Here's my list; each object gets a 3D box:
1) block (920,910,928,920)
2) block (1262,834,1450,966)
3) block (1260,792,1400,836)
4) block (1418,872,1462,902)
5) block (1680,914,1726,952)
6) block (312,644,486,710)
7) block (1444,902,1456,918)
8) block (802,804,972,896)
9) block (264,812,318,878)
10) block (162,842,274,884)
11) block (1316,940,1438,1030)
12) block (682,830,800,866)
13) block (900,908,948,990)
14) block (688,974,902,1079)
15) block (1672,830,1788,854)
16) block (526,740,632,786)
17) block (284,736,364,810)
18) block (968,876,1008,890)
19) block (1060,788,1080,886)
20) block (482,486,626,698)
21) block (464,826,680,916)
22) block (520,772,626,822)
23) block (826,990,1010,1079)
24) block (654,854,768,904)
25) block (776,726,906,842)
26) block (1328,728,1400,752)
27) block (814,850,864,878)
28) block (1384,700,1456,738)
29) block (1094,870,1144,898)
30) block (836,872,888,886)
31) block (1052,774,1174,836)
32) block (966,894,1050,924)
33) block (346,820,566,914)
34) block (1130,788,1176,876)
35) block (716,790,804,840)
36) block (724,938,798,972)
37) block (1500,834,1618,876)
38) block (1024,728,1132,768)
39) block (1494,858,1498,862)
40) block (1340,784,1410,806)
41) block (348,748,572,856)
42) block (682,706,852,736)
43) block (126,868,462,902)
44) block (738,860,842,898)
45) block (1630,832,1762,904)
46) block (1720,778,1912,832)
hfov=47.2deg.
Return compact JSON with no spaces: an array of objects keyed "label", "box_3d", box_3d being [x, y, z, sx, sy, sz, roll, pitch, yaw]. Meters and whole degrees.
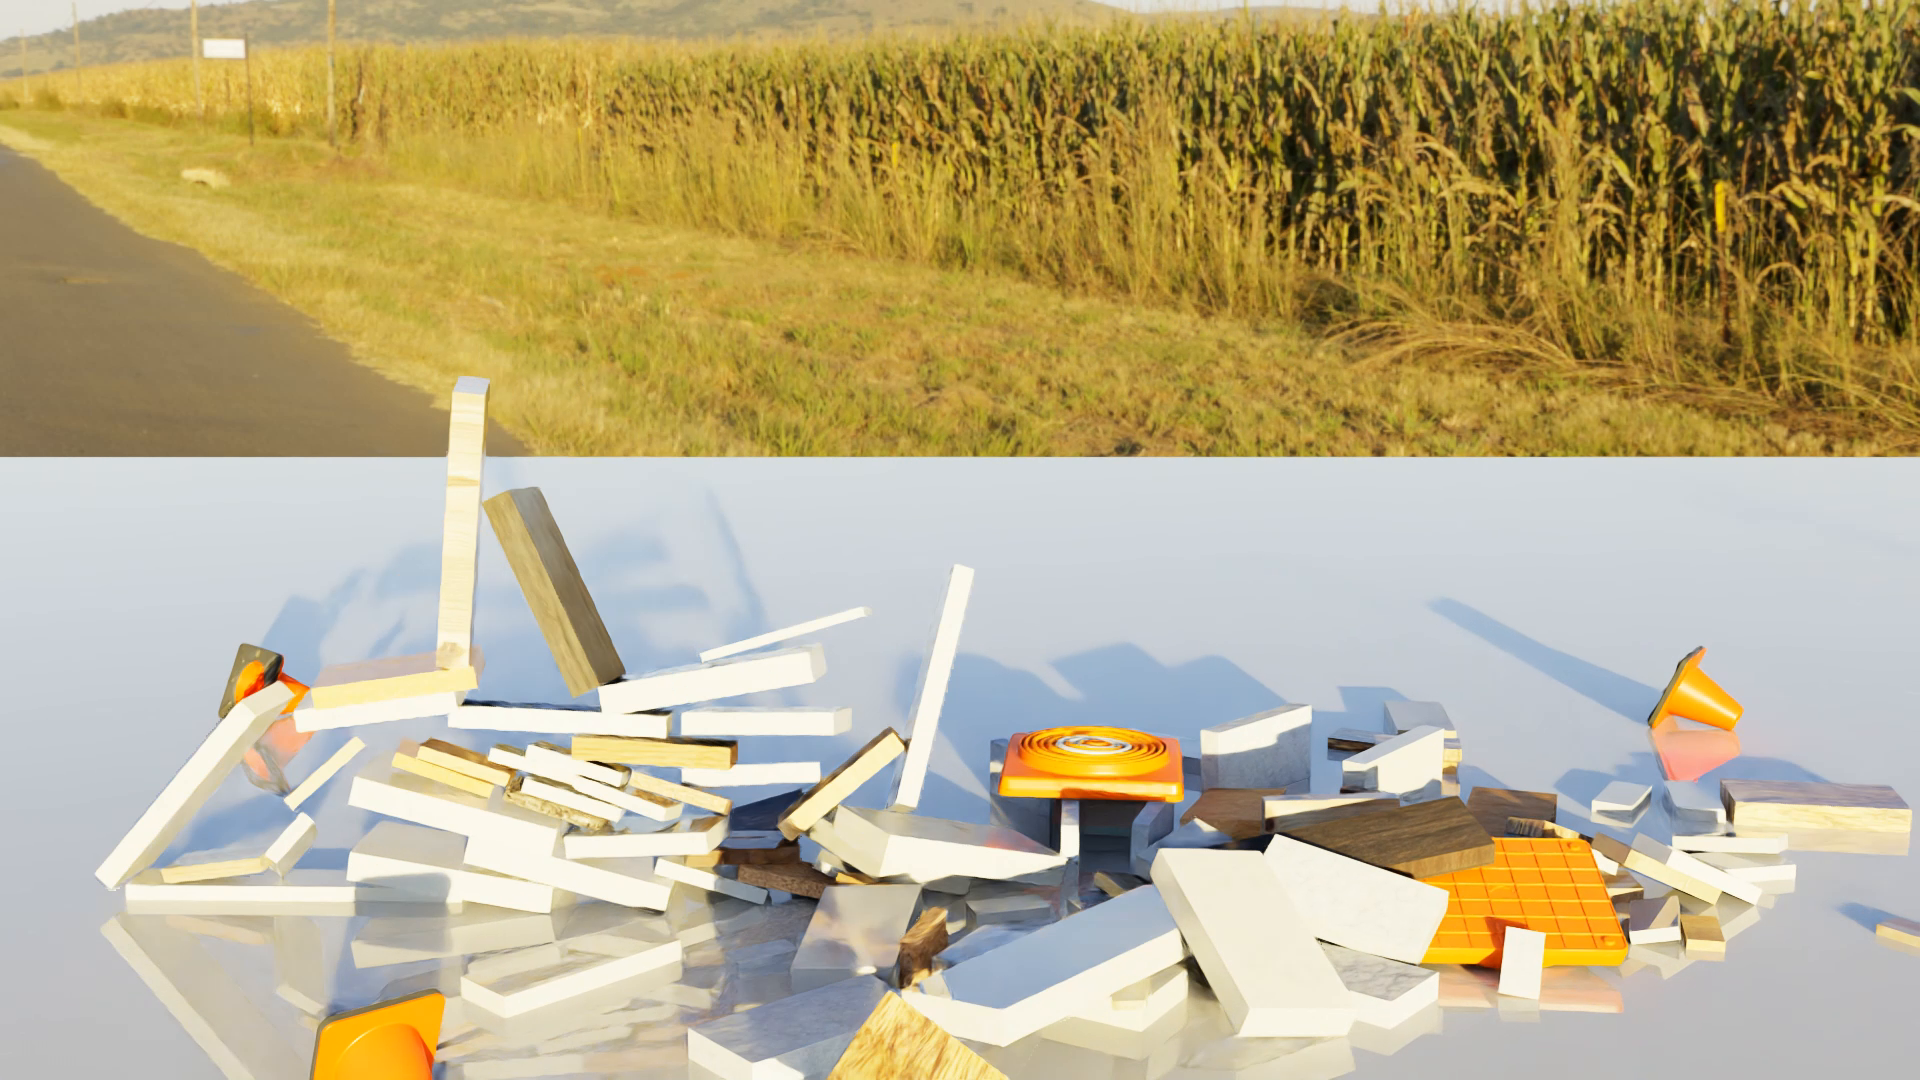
[{"label":"block","box_3d":[-0.112,0.602,3.544,0.077,0.022,0.154,-6,12,-31]},{"label":"block","box_3d":[0.586,0.551,3.358,0.282,0.040,0.141,16,40,24]},{"label":"block","box_3d":[0.618,0.484,3.678,0.226,0.113,0.032,-1,9,-4]},{"label":"block","box_3d":[0.703,0.564,3.648,0.226,0.032,0.113,6,12,31]},{"label":"block","box_3d":[1.169,0.619,3.467,0.057,0.016,0.114,2,11,12]},{"label":"block","box_3d":[-0.914,0.223,3.590,0.258,0.037,0.129,-8,14,-5]},{"label":"block","box_3d":[0.776,0.595,3.603,0.047,0.013,0.094,-1,11,-4]},{"label":"block","box_3d":[-0.141,0.521,3.762,0.175,0.049,0.349,15,2,-31]},{"label":"block","box_3d":[-1.095,0.501,3.606,0.025,0.087,0.175,39,-21,-1]},{"label":"block","box_3d":[-1.229,0.538,3.671,0.175,0.025,0.087,-8,9,10]},{"label":"block","box_3d":[0.543,0.646,3.255,0.289,0.041,0.144,8,13,38]},{"label":"block","box_3d":[-0.365,0.510,3.644,0.186,0.026,0.093,0,11,-14]},{"label":"block","box_3d":[-0.055,0.616,3.315,0.022,0.077,0.154,3,11,18]},{"label":"block","box_3d":[-0.205,0.682,3.054,0.309,0.044,0.154,-9,14,-39]},{"label":"block","box_3d":[1.344,0.527,3.836,0.176,0.025,0.088,-3,-2,32]},{"label":"block","box_3d":[-0.626,0.367,3.617,0.161,0.023,0.081,17,0,4]},{"label":"block","box_3d":[-1.042,0.382,3.603,0.151,0.021,0.076,-44,8,-18]},{"label":"block","box_3d":[0.052,0.564,3.754,0.148,0.021,0.074,-7,12,-32]},{"label":"block","box_3d":[0.190,0.512,3.801,0.030,0.105,0.211,1,11,3]},{"label":"block","box_3d":[-0.667,0.083,3.629,0.049,0.348,0.174,-25,1,6]},{"label":"block","box_3d":[-0.634,0.527,3.641,0.336,0.048,0.168,15,10,-2]},{"label":"block","box_3d":[-0.630,0.418,3.608,0.165,0.023,0.082,18,5,-1]},{"label":"block","box_3d":[-0.065,0.636,2.457,0.174,0.348,0.049,36,54,6]},{"label":"block","box_3d":[-0.408,0.551,3.647,0.186,0.026,0.093,17,10,-4]},{"label":"block","box_3d":[-0.197,0.402,3.642,0.241,0.034,0.121,-39,3,-2]},{"label":"block","box_3d":[0.851,0.418,4.529,0.168,0.024,0.084,5,12,26]},{"label":"block","box_3d":[-0.181,0.556,3.658,0.124,0.018,0.062,24,8,1]},{"label":"block","box_3d":[0.973,0.388,4.662,0.120,0.034,0.239,1,11,4]},{"label":"block","box_3d":[0.292,0.579,3.547,0.077,0.022,0.154,13,10,-38]},{"label":"block","box_3d":[-0.137,0.562,3.586,0.062,0.018,0.124,18,3,42]},{"label":"block","box_3d":[0.277,0.484,3.992,0.211,0.030,0.105,2,51,10]},{"label":"block","box_3d":[0.077,0.600,3.569,0.124,0.018,0.062,-3,11,-17]},{"label":"block","box_3d":[-0.824,0.542,3.653,0.336,0.048,0.168,9,11,1]},{"label":"block","box_3d":[0.333,0.511,3.805,0.030,0.105,0.211,5,12,17]},{"label":"block","box_3d":[-0.380,0.501,3.787,0.226,0.032,0.113,-17,23,13]},{"label":"block","box_3d":[-0.304,0.637,3.375,0.105,0.015,0.053,-7,12,-32]},{"label":"block","box_3d":[1.005,0.527,3.690,0.091,0.026,0.182,24,-12,-25]},{"label":"block","box_3d":[0.235,0.418,4.413,0.208,0.029,0.104,-3,21,13]},{"label":"block","box_3d":[0.866,0.548,3.753,0.074,0.021,0.149,0,-1,4]},{"label":"block","box_3d":[0.748,0.507,3.806,0.032,0.113,0.226,-7,13,-34]},{"label":"block","box_3d":[-0.815,0.431,3.623,0.336,0.048,0.168,15,10,-1]},{"label":"block","box_3d":[-0.318,0.299,3.634,0.256,0.036,0.128,-1,0,11]},{"label":"block","box_3d":[-1.100,0.577,3.674,0.558,0.025,0.087,0,11,1]},{"label":"block","box_3d":[-0.274,0.558,3.649,0.186,0.026,0.093,13,9,-6]},{"label":"block","box_3d":[1.215,0.541,3.626,0.196,0.028,0.098,24,3,-20]},{"label":"block","box_3d":[1.583,0.492,4.081,0.306,0.043,0.153,2,11,9]}]
